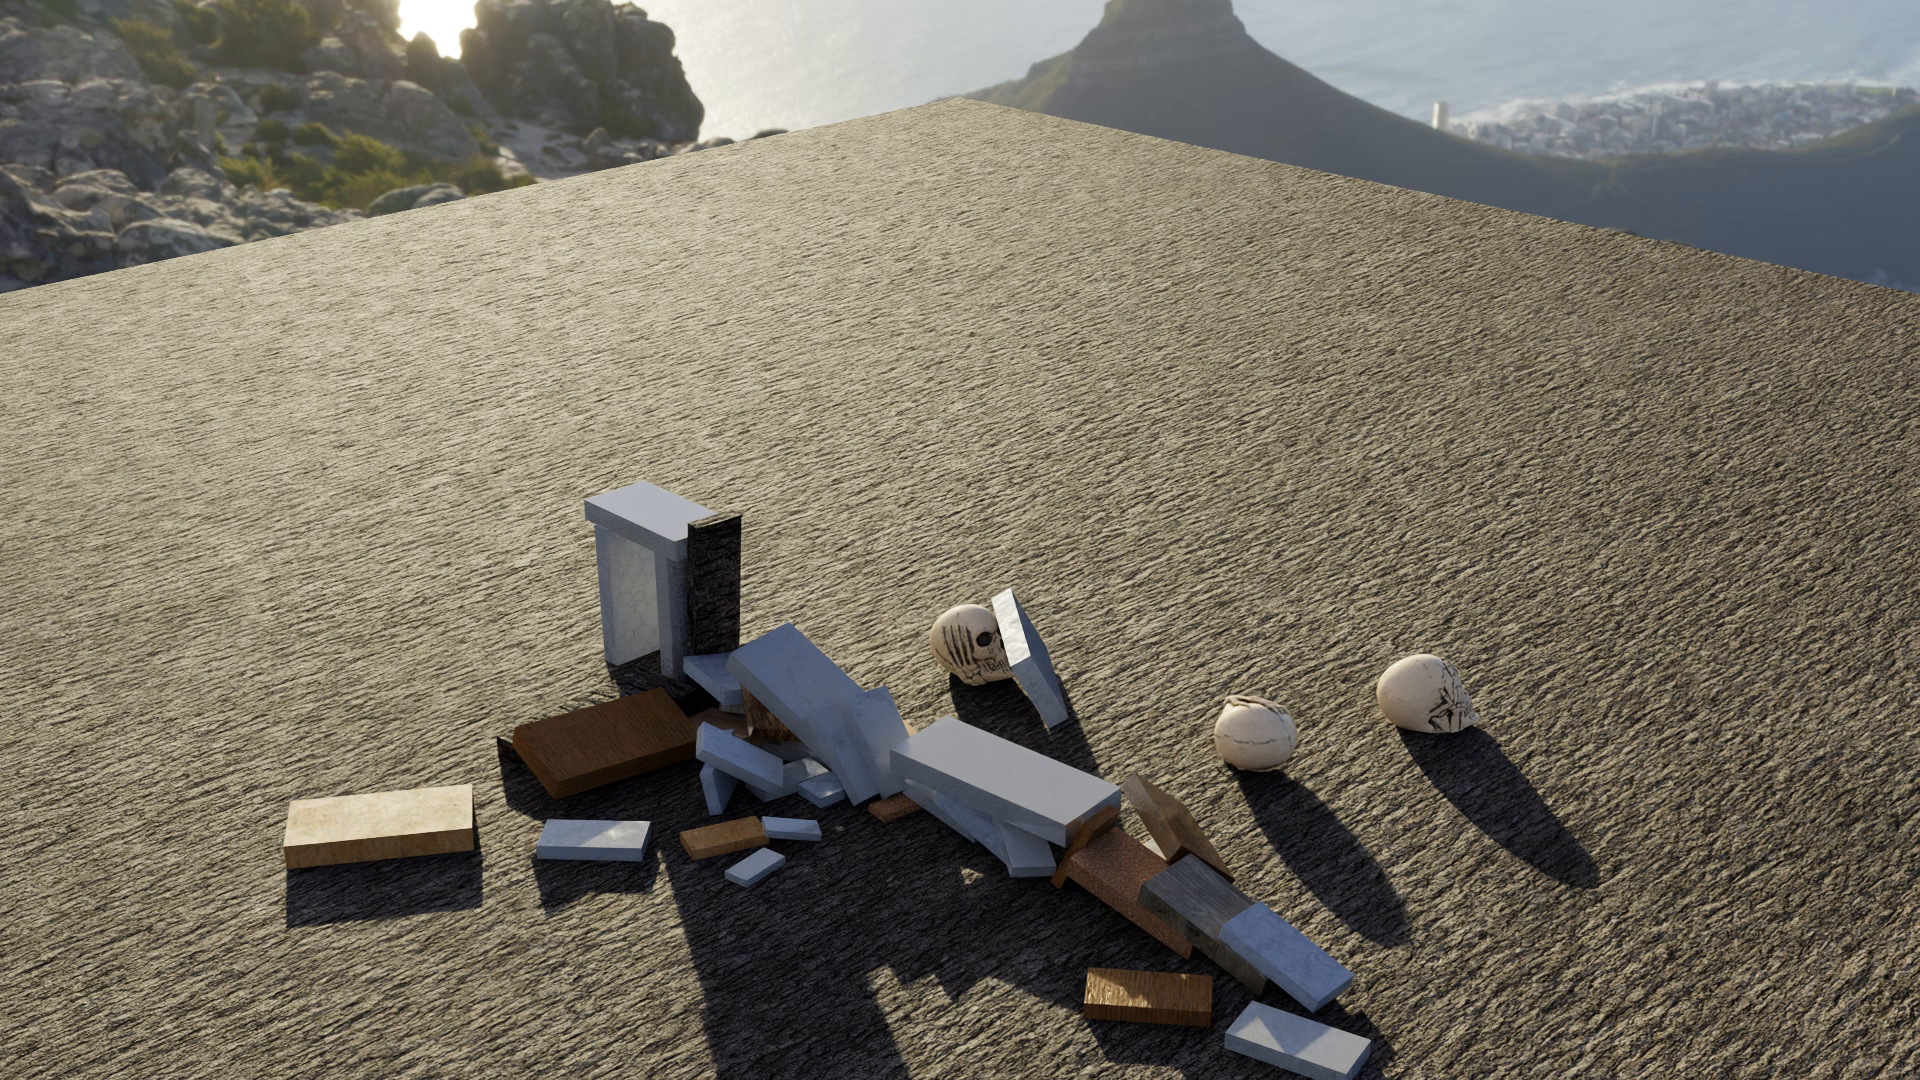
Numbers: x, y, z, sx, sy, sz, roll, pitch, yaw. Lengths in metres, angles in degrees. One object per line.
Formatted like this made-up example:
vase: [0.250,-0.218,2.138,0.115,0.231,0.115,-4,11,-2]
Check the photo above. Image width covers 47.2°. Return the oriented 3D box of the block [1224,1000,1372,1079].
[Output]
block: [0.570,0.851,3.715,0.219,0.031,0.109,14,26,29]

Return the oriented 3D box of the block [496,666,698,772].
block: [-0.780,0.395,4.765,0.178,0.050,0.423,17,28,35]

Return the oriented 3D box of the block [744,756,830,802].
block: [-0.358,0.496,4.562,0.157,0.022,0.079,-15,27,-32]

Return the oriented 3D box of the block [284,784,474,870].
block: [-1.147,0.566,4.362,0.356,0.050,0.178,-4,23,-10]

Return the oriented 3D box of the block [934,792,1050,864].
block: [0.064,0.550,4.347,0.110,0.031,0.220,-19,41,-37]

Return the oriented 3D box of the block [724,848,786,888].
block: [-0.396,0.632,4.250,0.056,0.016,0.112,17,28,34]

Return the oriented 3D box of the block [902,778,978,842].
block: [-0.003,0.530,4.445,0.110,0.031,0.220,-19,35,-38]

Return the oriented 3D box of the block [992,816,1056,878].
block: [0.123,0.584,4.255,0.087,0.025,0.174,0,33,-14]

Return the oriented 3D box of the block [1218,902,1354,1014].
block: [0.576,0.734,3.883,0.219,0.031,0.109,36,40,30]

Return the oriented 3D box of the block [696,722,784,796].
block: [-0.448,0.446,4.482,0.190,0.027,0.095,28,25,-20]

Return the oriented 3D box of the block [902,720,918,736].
block: [-0.118,0.446,4.671,0.103,0.029,0.206,-13,26,-27]

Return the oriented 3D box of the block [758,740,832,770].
block: [-0.316,0.438,4.688,0.221,0.031,0.110,10,25,23]

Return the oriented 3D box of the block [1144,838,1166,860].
block: [0.363,0.624,4.265,0.069,0.020,0.138,18,29,36]

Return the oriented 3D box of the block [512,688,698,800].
block: [-0.734,0.422,4.606,0.356,0.050,0.178,-14,44,-38]

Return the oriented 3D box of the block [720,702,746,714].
block: [-0.399,0.370,4.769,0.220,0.031,0.110,8,-2,13]

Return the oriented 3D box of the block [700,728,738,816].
block: [-0.489,0.475,4.515,0.027,0.095,0.190,-7,22,11]

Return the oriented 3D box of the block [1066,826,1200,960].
block: [0.354,0.652,4.075,0.290,0.041,0.145,32,38,29]

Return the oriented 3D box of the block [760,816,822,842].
block: [-0.335,0.573,4.360,0.112,0.016,0.056,7,20,-17]

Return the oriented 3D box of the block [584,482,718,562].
block: [-0.675,-0.045,4.940,0.169,0.048,0.337,-21,31,-40]

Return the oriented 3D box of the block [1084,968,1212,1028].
block: [0.330,0.798,3.841,0.219,0.031,0.109,3,23,6]

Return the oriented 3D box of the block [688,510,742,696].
block: [-0.547,0.142,4.885,0.118,0.422,0.034,-18,34,-36]

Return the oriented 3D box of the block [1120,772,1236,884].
block: [0.421,0.567,4.265,0.145,0.041,0.290,34,10,-25]

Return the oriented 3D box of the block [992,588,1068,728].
block: [0.154,0.261,4.917,0.050,0.177,0.355,-29,23,6]

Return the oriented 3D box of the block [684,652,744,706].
block: [-0.505,0.302,4.806,0.118,0.034,0.237,-4,17,-28]

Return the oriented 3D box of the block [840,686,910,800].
block: [-0.156,0.417,4.535,0.110,0.220,0.031,-15,-15,-41]

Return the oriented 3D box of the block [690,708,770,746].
block: [-0.498,0.406,4.710,0.220,0.031,0.110,7,22,43]

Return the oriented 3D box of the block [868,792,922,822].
block: [-0.125,0.539,4.469,0.112,0.016,0.056,-17,28,-34]

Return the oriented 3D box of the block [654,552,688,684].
block: [-0.594,0.165,4.939,0.169,0.337,0.048,-19,29,-38]

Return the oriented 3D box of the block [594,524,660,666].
block: [-0.750,0.105,5.081,0.169,0.338,0.048,-21,30,-41]

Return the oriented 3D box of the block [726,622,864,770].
block: [-0.310,0.334,4.655,0.355,0.050,0.177,41,43,21]

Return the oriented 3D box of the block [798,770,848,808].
block: [-0.248,0.504,4.545,0.158,0.022,0.079,-18,29,-36]

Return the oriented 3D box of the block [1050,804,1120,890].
block: [0.236,0.583,4.174,0.025,0.174,0.087,40,39,20]

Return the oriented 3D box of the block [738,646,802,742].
block: [-0.402,0.326,4.687,0.118,0.034,0.237,5,43,-20]

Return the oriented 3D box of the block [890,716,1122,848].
block: [0.087,0.474,4.362,0.448,0.050,0.177,19,31,36]

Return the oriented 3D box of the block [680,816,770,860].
block: [-0.465,0.588,4.345,0.157,0.022,0.079,-10,25,-22]

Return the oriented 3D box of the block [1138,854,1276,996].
block: [0.478,0.692,3.975,0.290,0.041,0.145,36,39,29]

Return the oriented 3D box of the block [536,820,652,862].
block: [-0.720,0.591,4.331,0.206,0.029,0.103,1,23,2]

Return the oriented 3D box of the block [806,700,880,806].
block: [-0.223,0.434,4.516,0.103,0.206,0.029,-22,-11,-42]
